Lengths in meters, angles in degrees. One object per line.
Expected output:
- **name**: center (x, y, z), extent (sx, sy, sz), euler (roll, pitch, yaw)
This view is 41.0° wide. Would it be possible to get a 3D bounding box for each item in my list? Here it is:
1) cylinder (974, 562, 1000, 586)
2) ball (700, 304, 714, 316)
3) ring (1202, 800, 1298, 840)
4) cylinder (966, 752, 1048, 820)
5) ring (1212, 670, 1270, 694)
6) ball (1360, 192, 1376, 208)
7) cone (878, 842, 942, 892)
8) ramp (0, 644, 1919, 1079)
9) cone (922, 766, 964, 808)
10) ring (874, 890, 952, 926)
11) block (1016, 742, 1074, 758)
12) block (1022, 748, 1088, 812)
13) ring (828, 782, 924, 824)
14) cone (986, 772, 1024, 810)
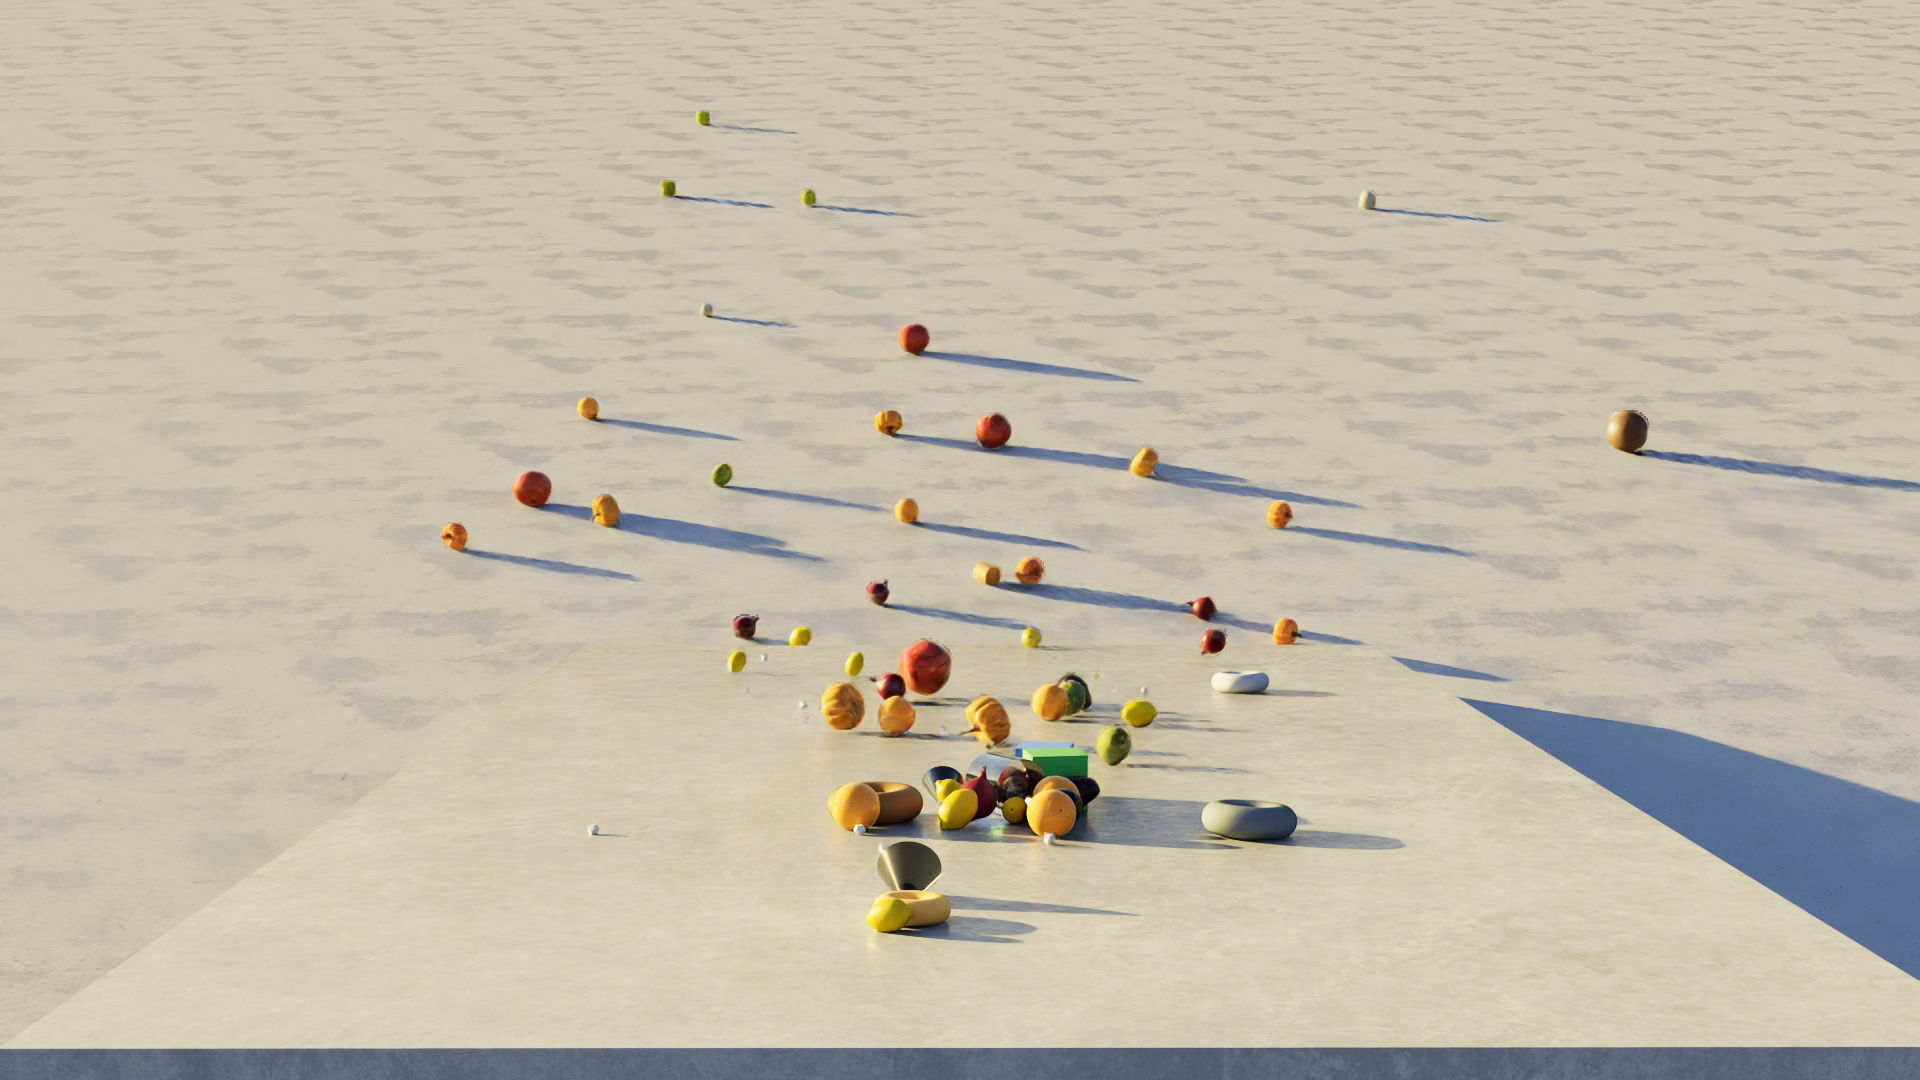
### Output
- **cylinder**: center (0.075, 0.094, 7.181), extent (0.055, 0.055, 0.055), euler (-15, 25, -34)
- **ball**: center (-0.960, -0.876, 9.772), extent (0.051, 0.051, 0.051), euler (0, 21, 0)
- **ring**: center (0.421, 0.406, 3.741), extent (0.139, 0.046, 0.139), euler (3, 1, 0)
- **cylinder**: center (0.070, 0.374, 3.914), extent (0.092, 0.092, 0.092), euler (-12, 9, -29)
- **ring**: center (0.603, 0.305, 5.524), extent (0.124, 0.041, 0.124), euler (-1, 2, 0)
- **ball**: center (1.814, -1.512, 11.432), extent (0.076, 0.076, 0.076), euler (0, 21, 0)
- **cone**: center (-0.067, 0.440, 3.254), extent (0.083, 0.083, 0.083), euler (1, 30, 3)
- **ramp**: center (0.048, 0.434, 4.532), extent (2.000, 0.100, 4.000), euler (0, 3, 0)
- **cone**: center (-0.027, 0.399, 4.011), extent (0.067, 0.067, 0.067), euler (0, 30, 0)
- **ring**: center (-0.058, 0.450, 3.136), extent (0.096, 0.032, 0.096), euler (1, 2, 0)
- **block**: center (0.135, 0.368, 4.080), extent (0.084, 0.084, 0.084), euler (0, 3, 9)
- **block**: center (0.148, 0.372, 3.985), extent (0.087, 0.087, 0.087), euler (-1, 3, -8)
- **ring**: center (-0.128, 0.398, 3.883), extent (0.146, 0.049, 0.146), euler (-1, 4, 0)
- **cone**: center (0.073, 0.402, 3.992), extent (0.058, 0.058, 0.058), euler (-2, 30, -5)
